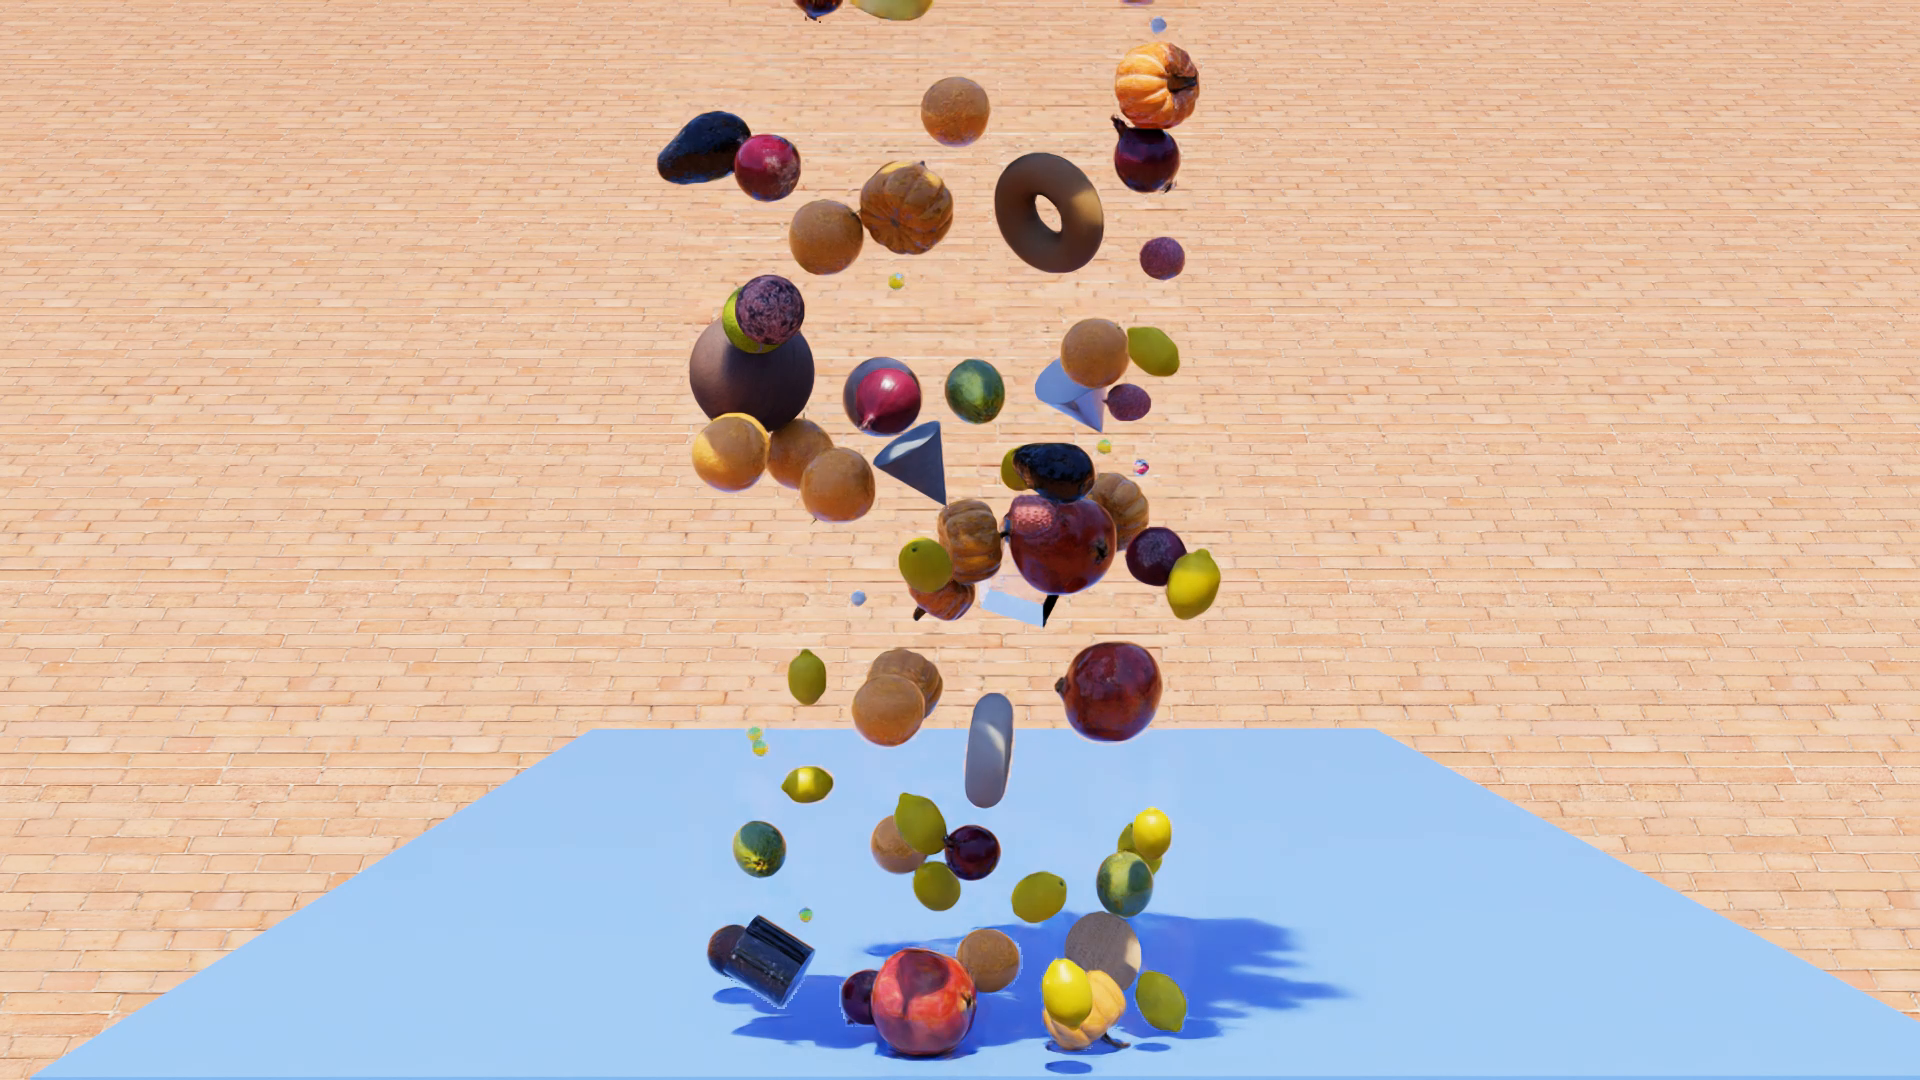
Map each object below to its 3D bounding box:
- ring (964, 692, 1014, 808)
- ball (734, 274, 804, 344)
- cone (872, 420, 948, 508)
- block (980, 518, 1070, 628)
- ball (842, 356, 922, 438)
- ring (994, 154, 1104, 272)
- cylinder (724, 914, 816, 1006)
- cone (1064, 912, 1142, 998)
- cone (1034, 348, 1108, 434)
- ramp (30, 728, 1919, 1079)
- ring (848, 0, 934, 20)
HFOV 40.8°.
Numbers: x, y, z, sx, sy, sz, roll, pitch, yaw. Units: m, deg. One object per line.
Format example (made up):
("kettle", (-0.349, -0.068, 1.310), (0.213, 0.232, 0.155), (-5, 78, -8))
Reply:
("ring", (0.031, 0.220, 2.706), (0.041, 0.122, 0.122), (6, 28, 5))
("ball", (-0.180, -0.218, 2.444), (0.066, 0.066, 0.066), (0, 28, 0))
("cone", (-0.031, -0.060, 2.411), (0.074, 0.074, 0.074), (-29, 17, 10))
("block", (0.073, 0.037, 2.969), (0.078, 0.078, 0.078), (17, 32, -12))
("ball", (-0.080, -0.146, 2.652), (0.083, 0.083, 0.083), (0, 28, 0))
("ring", (0.082, -0.301, 2.378), (0.117, 0.117, 0.039), (20, 39, 33))
("cylinder", (-0.204, 0.450, 2.768), (0.072, 0.072, 0.072), (31, 34, 7))
("cone", (0.140, 0.470, 2.909), (0.095, 0.095, 0.095), (-14, -6, -25))
("cone", (0.135, -0.143, 2.743), (0.085, 0.085, 0.085), (-19, 37, 16))
("ramp", (0.062, 0.561, 4.599), (2.000, 0.100, 4.000), (0, 1, 0))
("ring", (-0.067, -0.494, 2.272), (0.098, 0.033, 0.098), (15, 43, -14))
